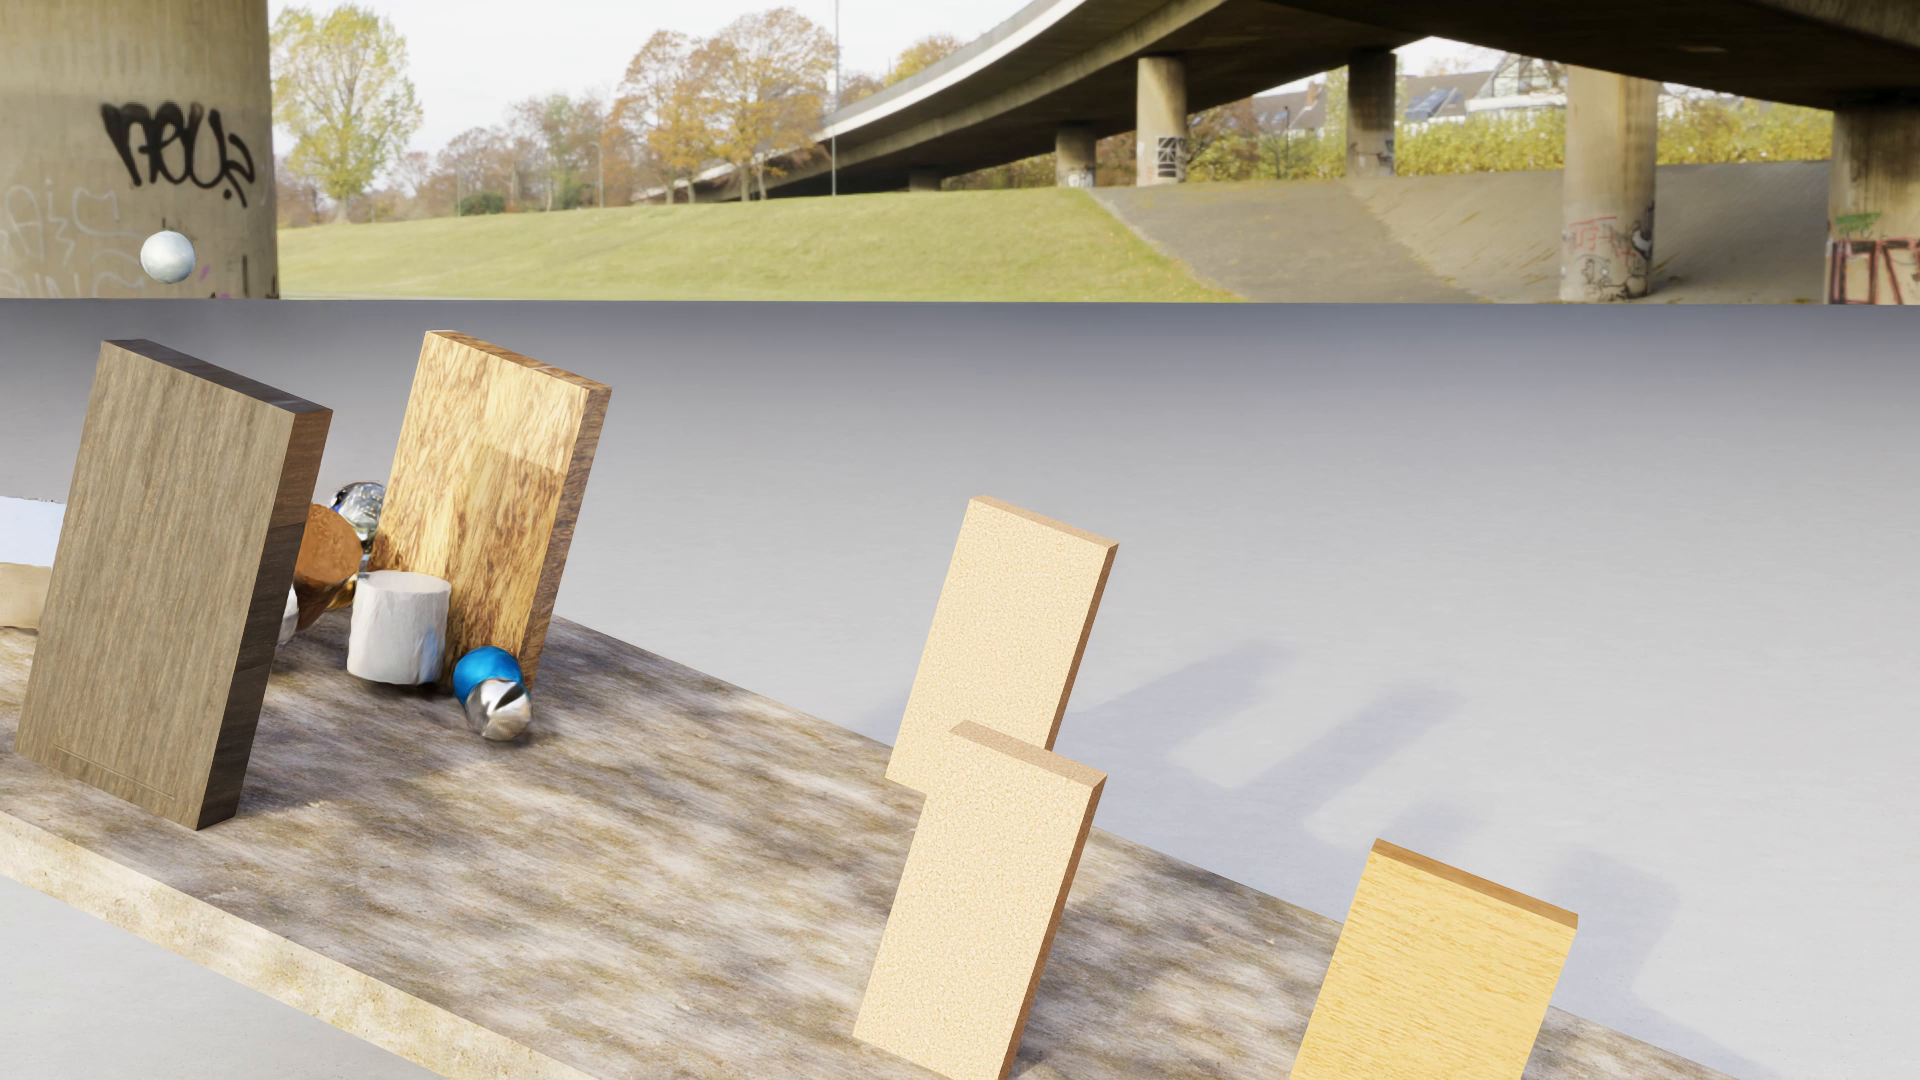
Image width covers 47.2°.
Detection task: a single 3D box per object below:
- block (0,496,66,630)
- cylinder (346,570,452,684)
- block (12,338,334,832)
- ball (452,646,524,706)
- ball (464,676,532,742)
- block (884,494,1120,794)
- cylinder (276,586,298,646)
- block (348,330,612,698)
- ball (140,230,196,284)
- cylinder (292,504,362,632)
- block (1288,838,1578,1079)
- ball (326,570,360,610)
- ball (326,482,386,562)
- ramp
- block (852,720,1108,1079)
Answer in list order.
[{"bbox_3d":[-1.788,0.048,4.249,0.174,0.174,0.174,8,42,-27],"label":"block"},{"bbox_3d":[-1.169,0.181,4.582,0.193,0.193,0.193,8,10,-1],"label":"cylinder"},{"bbox_3d":[-1.317,0.073,3.666,0.375,0.730,0.108,20,12,14],"label":"block"},{"bbox_3d":[-0.980,0.292,4.567,0.144,0.144,0.144,0,7,0],"label":"ball"},{"bbox_3d":[-0.934,0.342,4.446,0.132,0.132,0.132,0,7,0],"label":"ball"},{"bbox_3d":[0.091,0.271,4.908,0.327,0.669,0.107,20,12,14],"label":"block"},{"bbox_3d":[-1.452,0.142,4.375,0.186,0.186,0.186,5,16,37],"label":"cylinder"},{"bbox_3d":[-1.025,-0.045,4.678,0.392,0.711,0.108,20,12,14],"label":"block"},{"bbox_3d":[-1.769,-0.632,4.916,0.117,0.117,0.117,0,7,0],"label":"ball"},{"bbox_3d":[-1.370,0.057,4.550,0.195,0.195,0.195,-8,-27,-49],"label":"cylinder"},{"bbox_3d":[0.822,0.820,3.858,0.365,0.483,0.095,20,12,14],"label":"block"},{"bbox_3d":[-1.399,0.094,4.900,0.126,0.126,0.126,0,7,0],"label":"ball"},{"bbox_3d":[-1.302,-0.041,4.812,0.175,0.175,0.175,0,7,0],"label":"ball"},{"bbox_3d":[-0.361,0.688,4.229,4.000,0.100,2.000,20,12,14],"label":"ramp"},{"bbox_3d":[0.031,0.599,3.599,0.252,0.547,0.106,20,12,14],"label":"block"}]
